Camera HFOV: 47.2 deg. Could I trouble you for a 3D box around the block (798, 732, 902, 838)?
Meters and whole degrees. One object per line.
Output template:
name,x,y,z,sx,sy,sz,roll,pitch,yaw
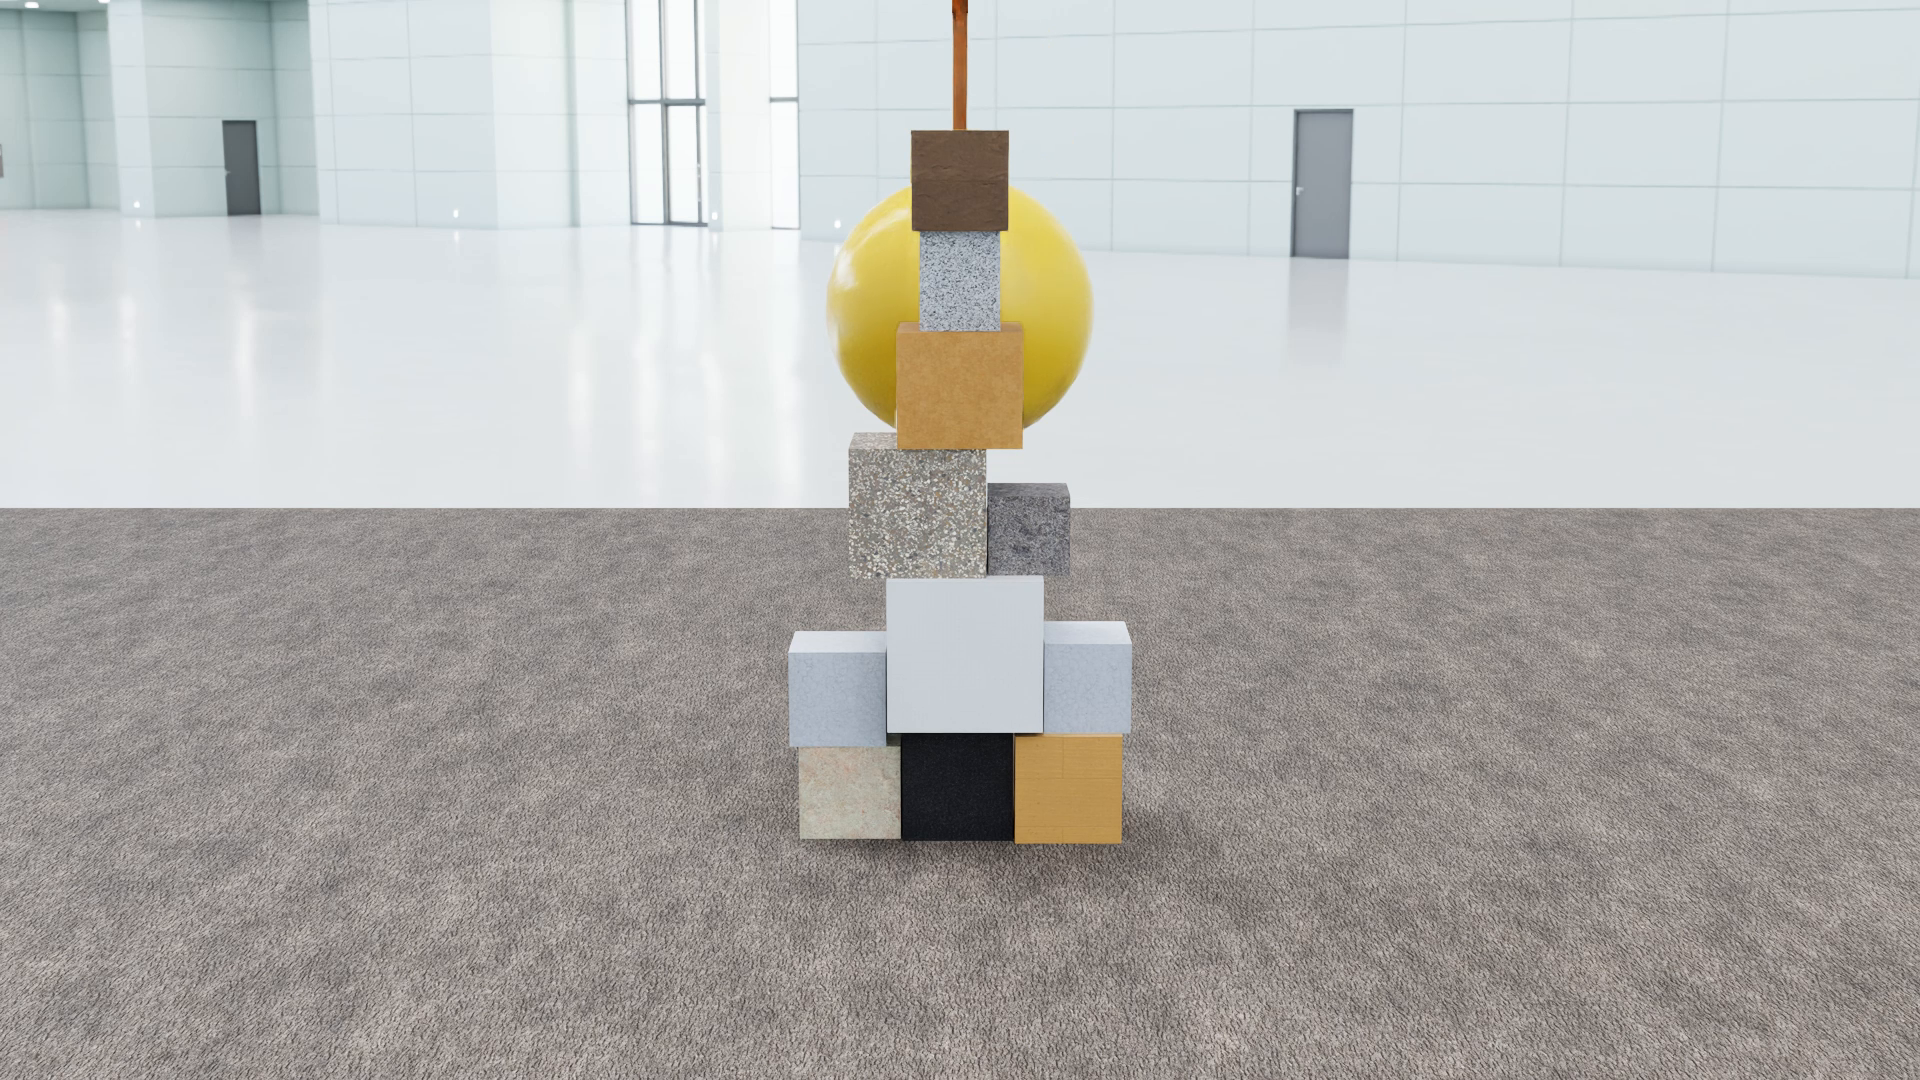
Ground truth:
block,-0.558,1.235,11.417,0.515,0.485,0.529,0,10,0

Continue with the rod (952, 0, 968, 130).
rod,0.000,-4.282,11.315,0.080,5.200,0.080,0,31,0

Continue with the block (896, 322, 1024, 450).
block,0.000,-0.782,11.040,0.616,0.571,0.625,0,10,0

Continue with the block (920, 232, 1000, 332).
block,0.000,-1.302,10.943,0.396,0.487,0.449,0,10,0

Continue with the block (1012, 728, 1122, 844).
block,0.547,1.204,11.383,0.538,0.558,0.630,0,10,0

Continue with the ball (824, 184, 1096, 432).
ball,0.000,-1.354,13.043,1.600,1.600,1.600,0,10,0

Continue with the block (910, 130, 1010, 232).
block,0.000,-1.776,10.844,0.472,0.482,0.489,0,10,0

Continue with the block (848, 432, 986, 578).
block,-0.209,-0.184,11.160,0.679,0.649,0.624,0,10,0

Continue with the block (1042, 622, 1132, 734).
block,0.642,0.701,11.300,0.438,0.462,0.520,0,10,0

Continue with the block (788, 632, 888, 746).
block,-0.617,0.761,11.300,0.488,0.490,0.480,0,10,0

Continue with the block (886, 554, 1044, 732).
block,0.025,0.517,11.262,0.776,0.768,0.735,0,10,0

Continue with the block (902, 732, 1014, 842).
block,-0.012,1.187,11.381,0.559,0.593,0.555,0,10,0

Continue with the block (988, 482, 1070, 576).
block,0.345,-0.059,11.168,0.408,0.400,0.450,0,10,0
